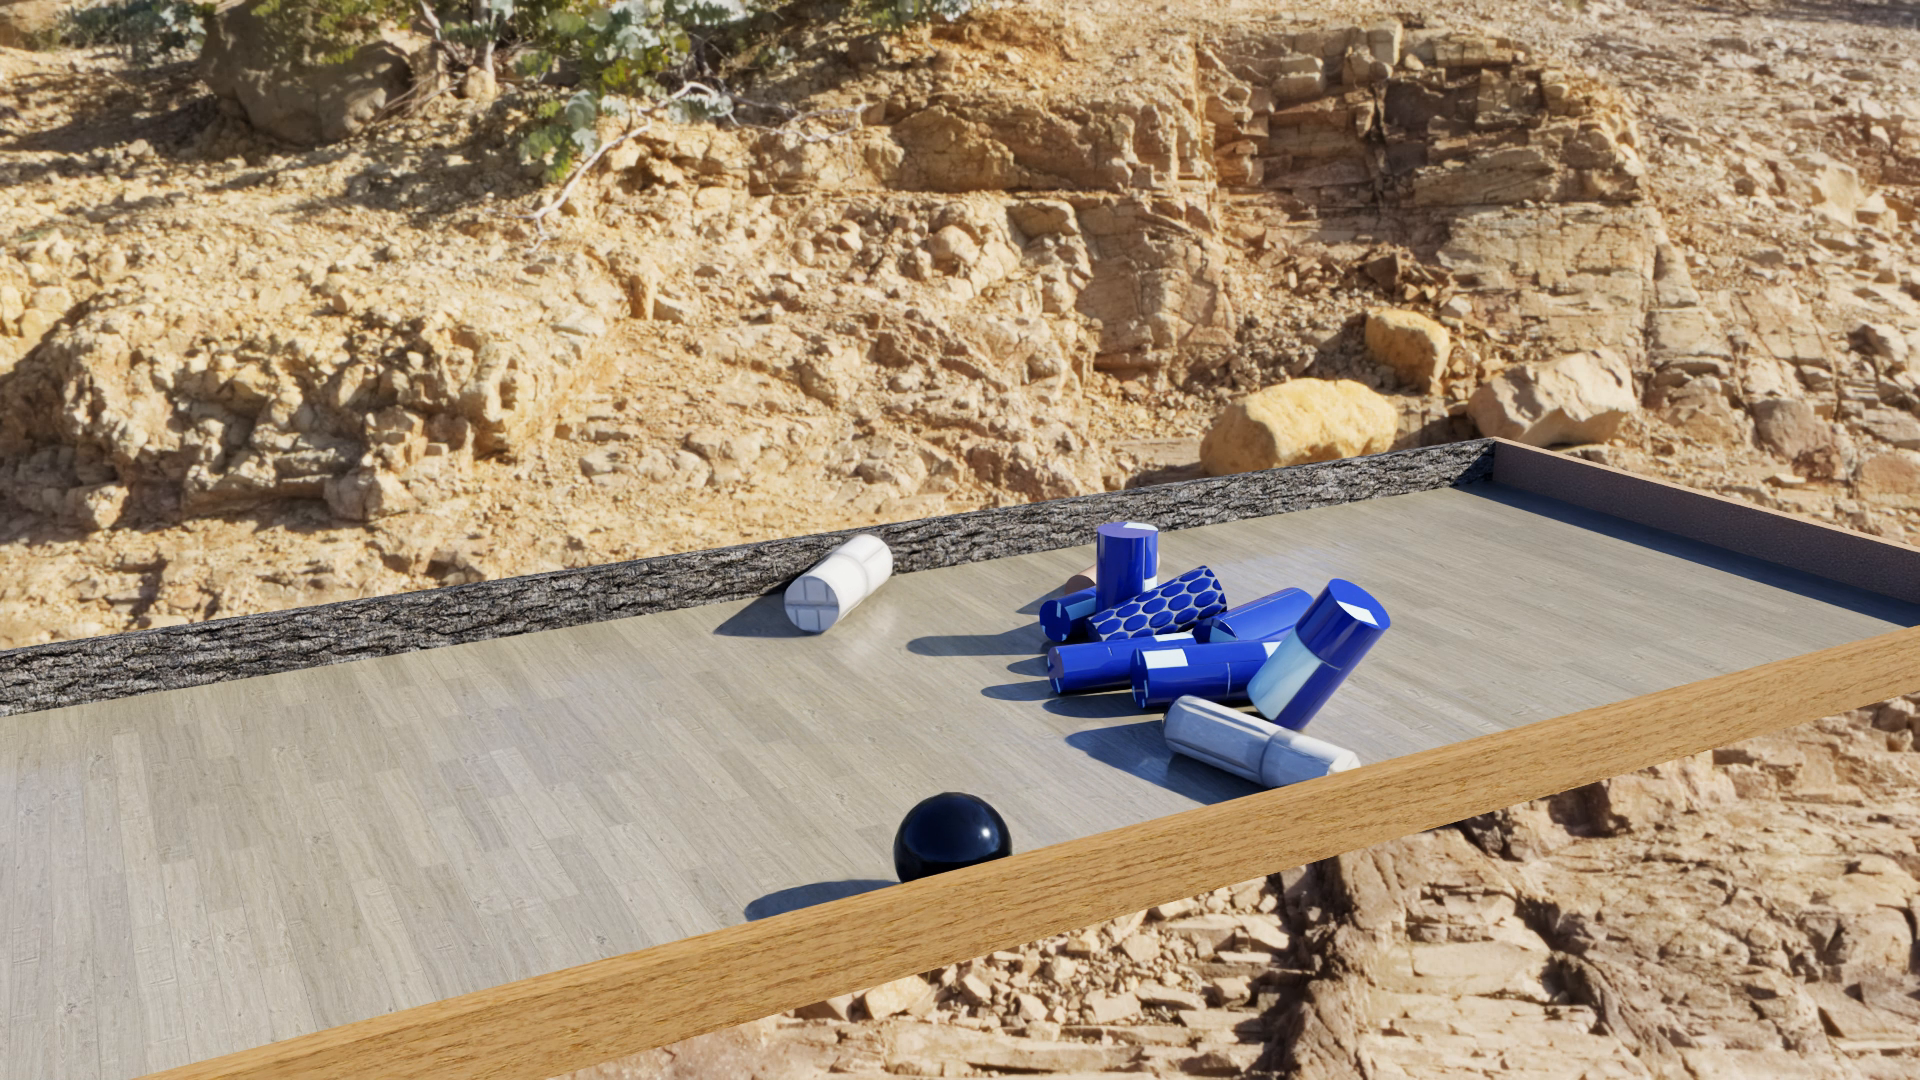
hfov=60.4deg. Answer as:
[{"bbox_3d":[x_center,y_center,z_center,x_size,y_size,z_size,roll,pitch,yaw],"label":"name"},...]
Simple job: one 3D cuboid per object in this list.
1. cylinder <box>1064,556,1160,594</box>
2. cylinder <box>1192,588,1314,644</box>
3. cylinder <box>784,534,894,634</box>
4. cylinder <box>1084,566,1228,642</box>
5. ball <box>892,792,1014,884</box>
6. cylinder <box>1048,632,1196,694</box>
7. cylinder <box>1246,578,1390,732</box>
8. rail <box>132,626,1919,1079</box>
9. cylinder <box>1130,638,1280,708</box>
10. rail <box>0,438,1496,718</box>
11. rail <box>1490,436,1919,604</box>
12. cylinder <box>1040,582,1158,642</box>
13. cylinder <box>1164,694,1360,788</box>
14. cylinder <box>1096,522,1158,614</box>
[{"bbox_3d":[0.447,0.104,4.804,0.111,0.111,0.395,10,19,30],"label":"cylinder"},{"bbox_3d":[0.768,0.237,4.271,0.356,0.156,0.156,-16,22,-42],"label":"cylinder"},{"bbox_3d":[-0.337,0.119,4.663,0.162,0.162,0.425,5,17,17],"label":"cylinder"},{"bbox_3d":[0.505,0.196,4.254,0.340,0.138,0.138,-24,21,-10],"label":"cylinder"},{"bbox_3d":[-0.013,0.572,3.018,0.221,0.221,0.221,0,16,0],"label":"ball"},{"bbox_3d":[0.408,0.305,4.112,0.360,0.116,0.116,-5,17,-17],"label":"cylinder"},{"bbox_3d":[0.822,0.266,3.795,0.166,0.332,0.166,24,29,-15],"label":"cylinder"},{"bbox_3d":[-2.336,1.006,1.665,12.000,0.150,0.050,-9,18,-27],"label":"rail"},{"bbox_3d":[0.604,0.322,4.002,0.354,0.145,0.145,-3,17,-11],"label":"cylinder"},{"bbox_3d":[-3.305,0.497,3.399,12.000,0.150,0.050,-9,18,-27],"label":"rail"},{"bbox_3d":[2.466,-0.048,5.253,0.050,0.150,2.100,-9,18,-27],"label":"rail"},{"bbox_3d":[0.388,0.181,4.536,0.370,0.115,0.115,-15,22,-41],"label":"cylinder"},{"bbox_3d":[0.646,0.456,3.570,0.132,0.132,0.428,-14,22,-40],"label":"cylinder"},{"bbox_3d":[0.441,0.124,4.375,0.160,0.313,0.160,0,16,0],"label":"cylinder"}]
